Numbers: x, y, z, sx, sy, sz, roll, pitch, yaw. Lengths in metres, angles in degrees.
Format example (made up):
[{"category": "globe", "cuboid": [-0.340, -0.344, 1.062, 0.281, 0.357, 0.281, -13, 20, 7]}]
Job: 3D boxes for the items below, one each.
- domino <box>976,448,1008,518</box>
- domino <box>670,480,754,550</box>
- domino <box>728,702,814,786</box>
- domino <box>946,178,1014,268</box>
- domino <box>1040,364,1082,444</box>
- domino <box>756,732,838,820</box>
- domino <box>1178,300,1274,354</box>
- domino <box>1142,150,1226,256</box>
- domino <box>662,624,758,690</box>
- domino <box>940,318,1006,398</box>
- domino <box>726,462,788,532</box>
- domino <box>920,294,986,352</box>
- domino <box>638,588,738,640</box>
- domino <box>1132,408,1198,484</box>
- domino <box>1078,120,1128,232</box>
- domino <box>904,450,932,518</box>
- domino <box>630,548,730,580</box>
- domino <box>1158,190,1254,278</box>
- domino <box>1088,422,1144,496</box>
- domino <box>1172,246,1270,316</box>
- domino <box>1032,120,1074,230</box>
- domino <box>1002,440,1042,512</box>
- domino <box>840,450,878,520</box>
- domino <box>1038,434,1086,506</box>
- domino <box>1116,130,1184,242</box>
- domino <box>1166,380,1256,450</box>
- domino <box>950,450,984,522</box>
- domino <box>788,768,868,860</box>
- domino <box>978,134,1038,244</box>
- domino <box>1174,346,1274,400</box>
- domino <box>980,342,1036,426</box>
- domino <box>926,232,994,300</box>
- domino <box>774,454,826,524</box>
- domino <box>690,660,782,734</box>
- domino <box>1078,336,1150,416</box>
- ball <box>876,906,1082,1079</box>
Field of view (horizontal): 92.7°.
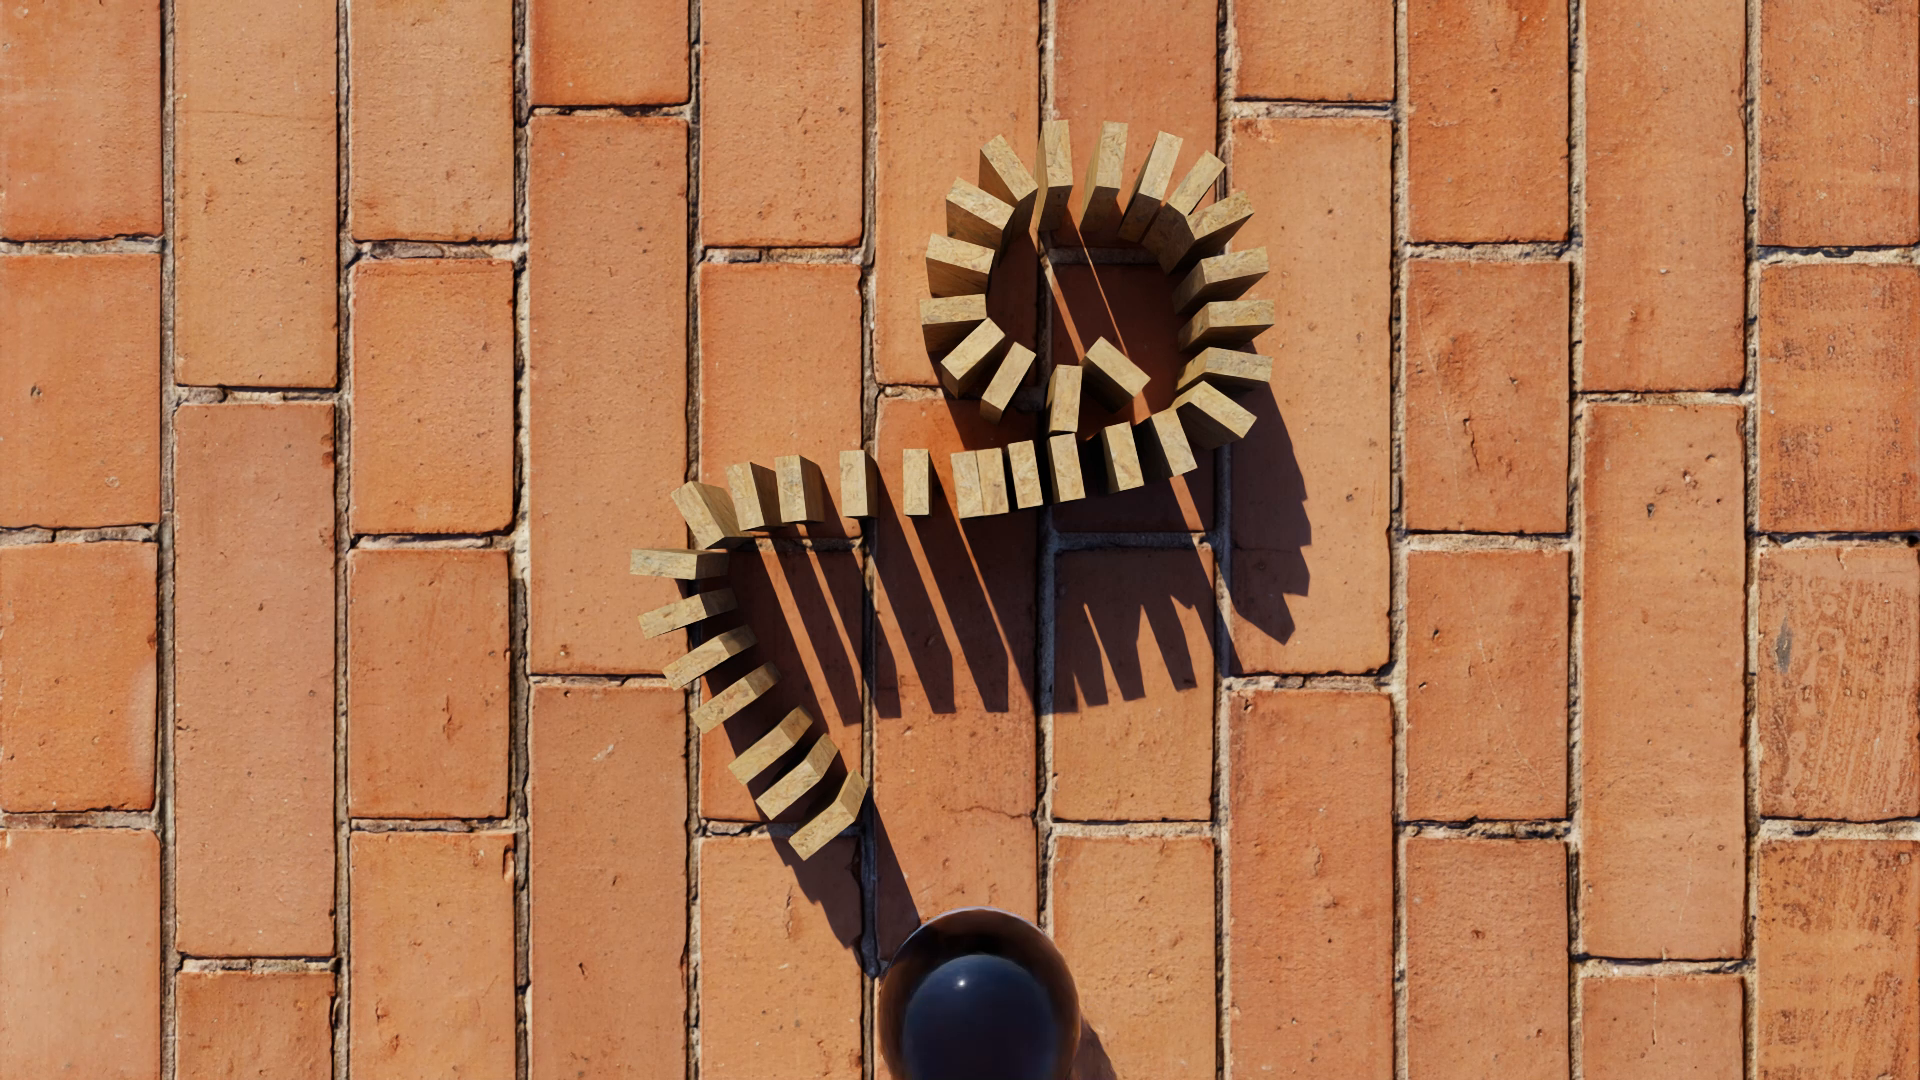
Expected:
[{"category": "domino", "cuboid": [0.012, -0.022, 0.375, 0.009, 0.050, 0.025, -7, 90, 0]}, {"category": "domino", "cuboid": [-0.100, -0.010, 0.375, 0.009, 0.050, 0.025, -31, 90, 0]}, {"category": "domino", "cuboid": [-0.076, 0.082, 0.375, 0.025, 0.050, 0.010, -38, 90, 0]}, {"category": "domino", "cuboid": [0.008, -0.129, 0.375, 0.025, 0.050, 0.010, 29, 90, 0]}, {"category": "domino", "cuboid": [0.041, -0.054, 0.375, 0.010, 0.050, 0.025, 5, 90, 0]}, {"category": "domino", "cuboid": [-0.066, 0.096, 0.375, 0.025, 0.050, 0.009, -39, 90, 0]}, {"category": "domino", "cuboid": [0.108, -0.087, 0.375, 0.025, 0.050, 0.010, -3, 90, 0]}, {"category": "domino", "cuboid": [0.090, -0.136, 0.375, 0.010, 0.050, 0.025, 37, 90, 0]}, {"category": "domino", "cuboid": [-0.101, 0.047, 0.375, 0.025, 0.050, 0.009, -31, 90, 0]}, {"category": "domino", "cuboid": [0.005, -0.073, 0.375, 0.025, 0.050, 0.010, -43, 90, 0]}, {"category": "domino", "cuboid": [-0.082, -0.017, 0.375, 0.009, 0.050, 0.025, -14, 90, 0]}, {"category": "domino", "cuboid": [-0.003, -0.088, 0.375, 0.025, 0.050, 0.009, -5, 90, 0]}, {"category": "domino", "cuboid": [-0.110, 0.029, 0.375, 0.025, 0.050, 0.009, -20, 90, 0]}, {"category": "domino", "cuboid": [0.082, -0.038, 0.375, 0.010, 0.050, 0.025, -21, 90, 0]}, {"category": "domino", "cuboid": [0.058, -0.147, 0.375, 0.009, 0.050, 0.025, 7, 90, 0]}, {"category": "domino", "cuboid": [-0.017, -0.022, 0.375, 0.009, 0.050, 0.025, 0, 90, 0]}, {"category": "domino", "cuboid": [-0.113, 0.009, 0.375, 0.025, 0.050, 0.010, 5, 90, 0]}, {"category": "domino", "cuboid": [0.099, -0.124, 0.375, 0.025, 0.050, 0.009, -25, 90, 0]}, {"category": "domino", "cuboid": [0.063, -0.032, 0.375, 0.010, 0.050, 0.025, -13, 90, 0]}, {"category": "domino", "cuboid": [0.105, -0.105, 0.375, 0.025, 0.050, 0.010, -11, 90, 0]}, {"category": "domino", "cuboid": [0.038, -0.148, 0.375, 0.010, 0.050, 0.025, -5, 90, 0]}, {"category": "domino", "cuboid": [0.025, -0.025, 0.375, 0.009, 0.050, 0.025, -9, 90, 0]}, {"category": "domino", "cuboid": [-0.041, -0.022, 0.375, 0.010, 0.050, 0.025, -3, 90, 0]}, {"category": "domino", "cuboid": [0.041, -0.028, 0.375, 0.009, 0.050, 0.025, -10, 90, 0]}, {"category": "domino", "cuboid": [0.077, -0.143, 0.375, 0.009, 0.050, 0.025, 19, 90, 0]}, {"category": "domino", "cuboid": [0.101, -0.050, 0.375, 0.025, 0.050, 0.010, 35, 90, 0]}, {"category": "domino", "cuboid": [0.003, -0.021, 0.375, 0.009, 0.050, 0.025, -8, 90, 0]}, {"category": "domino", "cuboid": [-0.053, 0.111, 0.375, 0.025, 0.050, 0.009, -39, 90, 0]}, {"category": "domino", "cuboid": [0.019, -0.142, 0.375, 0.009, 0.050, 0.025, -36, 90, 0]}, {"category": "domino", "cuboid": [0.107, -0.067, 0.375, 0.025, 0.050, 0.009, 9, 90, 0]}, {"category": "domino", "cuboid": [0.019, -0.063, 0.375, 0.010, 0.050, 0.025, 31, 90, 0]}, {"category": "domino", "cuboid": [0.000, -0.110, 0.375, 0.025, 0.050, 0.009, 15, 90, 0]}, {"category": "domino", "cuboid": [-0.065, -0.020, 0.375, 0.009, 0.050, 0.025, -7, 90, 0]}, {"category": "domino", "cuboid": [-0.090, 0.063, 0.375, 0.025, 0.050, 0.009, -35, 90, 0]}, {"category": "domino", "cuboid": [0.060, -0.066, 0.375, 0.025, 0.050, 0.010, 40, 90, 0]}, {"category": "ball", "cuboid": [0.007, 0.187, 0.360, 0.080, 0.080, 0.080, 0, 90, 0]}]
